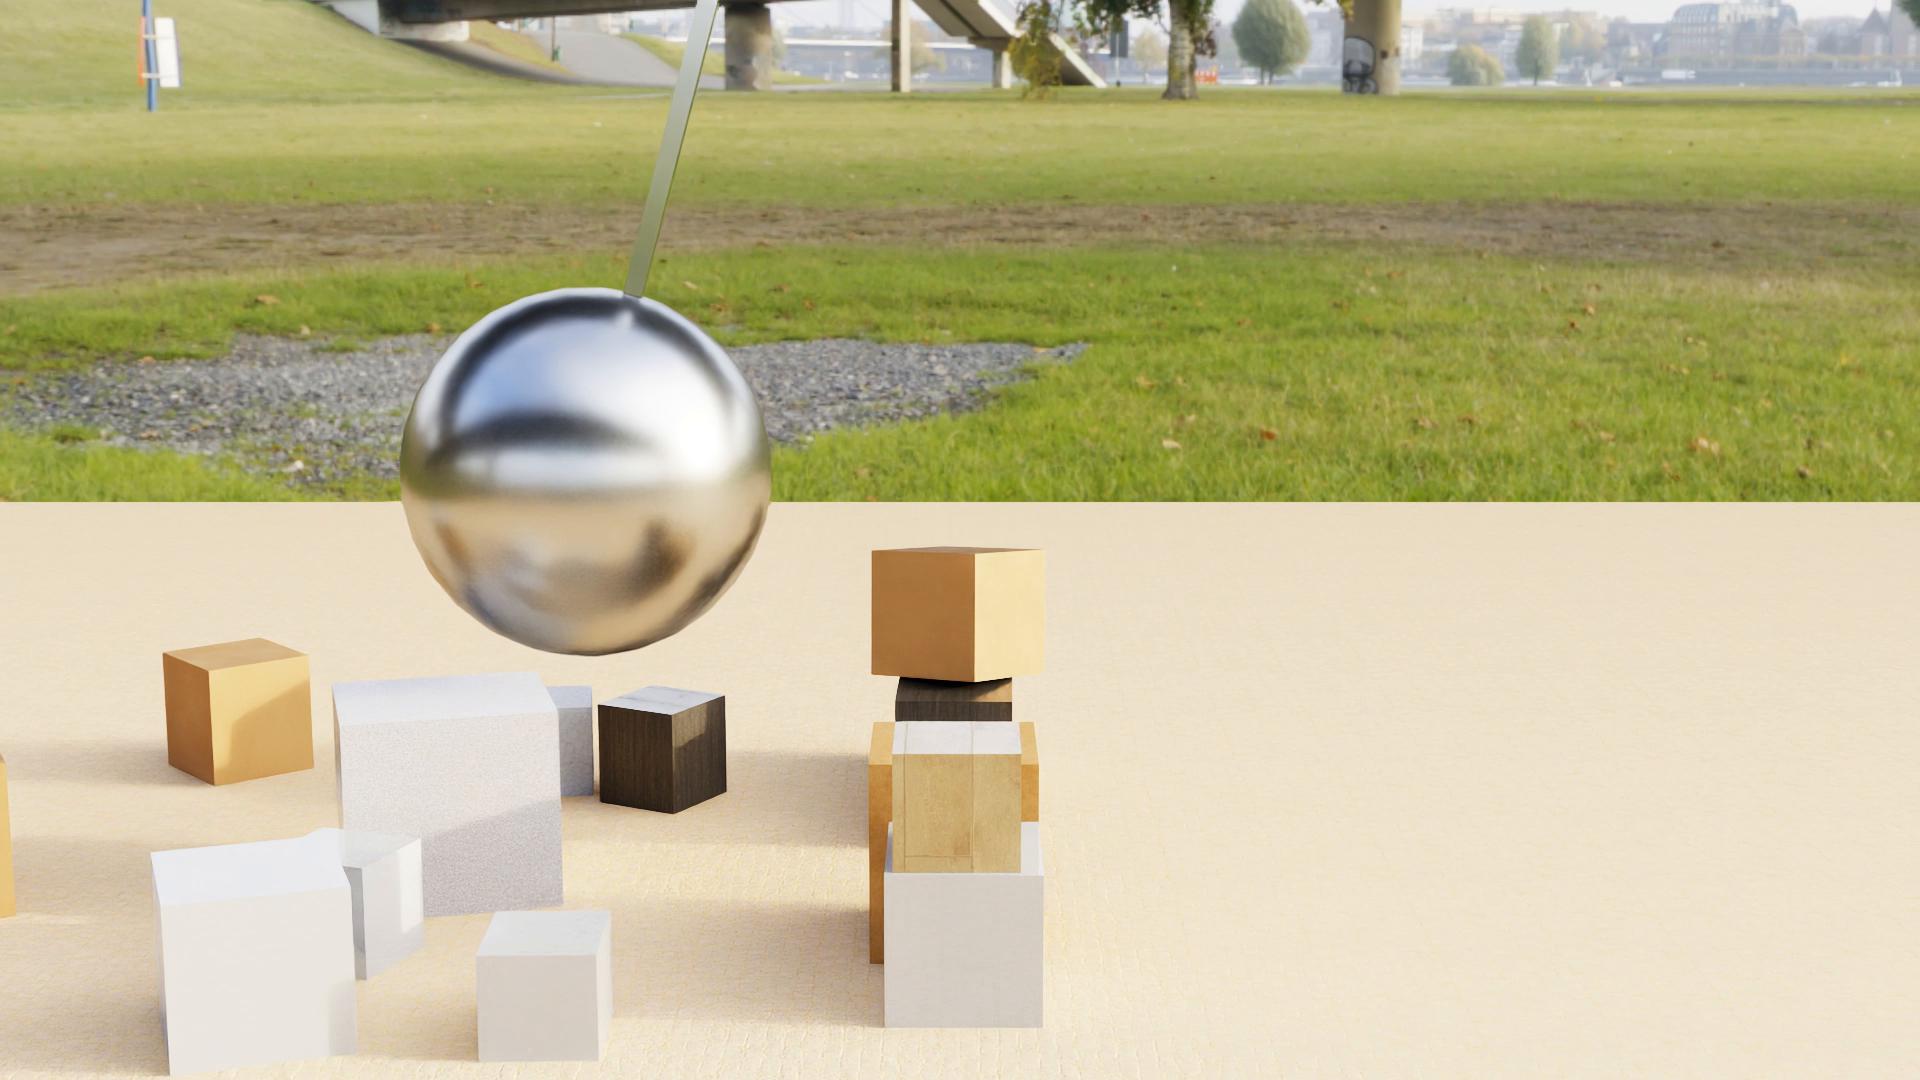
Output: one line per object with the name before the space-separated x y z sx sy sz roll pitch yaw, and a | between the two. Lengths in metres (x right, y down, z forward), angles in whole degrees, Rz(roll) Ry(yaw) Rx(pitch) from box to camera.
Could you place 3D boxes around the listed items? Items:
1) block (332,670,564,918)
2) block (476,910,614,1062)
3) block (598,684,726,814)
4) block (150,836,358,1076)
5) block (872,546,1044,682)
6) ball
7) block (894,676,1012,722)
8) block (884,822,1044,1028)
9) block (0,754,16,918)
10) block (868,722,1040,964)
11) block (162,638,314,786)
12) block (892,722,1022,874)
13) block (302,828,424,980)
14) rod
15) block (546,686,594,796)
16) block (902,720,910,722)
block | -2.232 1.098 11.138 0.897 0.855 0.787 -3 11 -16
block | -1.522 1.637 9.442 0.431 0.402 0.499 0 10 -2
block | -1.456 1.021 12.571 0.437 0.493 0.456 6 12 28
block | -2.609 1.517 9.463 0.654 0.630 0.677 -4 11 -20
block | -0.008 0.356 12.709 0.623 0.614 0.607 2 3 35
ball | -1.615 -0.294 11.127 1.600 1.600 1.600 0 10 0
block | -0.025 1.001 12.429 0.554 0.583 0.539 0 10 1
block | 0.014 1.466 9.849 0.590 0.592 0.689 0 10 0
block | -4.467 1.227 10.948 0.690 0.669 0.762 -5 12 -27
block | -0.026 1.228 10.510 0.672 0.823 0.677 0 10 0
block | -3.691 0.871 13.121 0.537 0.593 0.551 -9 13 -40
block | -0.011 0.965 9.676 0.474 0.454 0.472 0 10 0
block | -2.469 1.453 10.294 0.460 0.458 0.424 4 11 20
rod | -0.700 -3.516 10.541 0.080 5.200 0.080 15 10 -3
block | -2.073 1.003 12.796 0.477 0.448 0.460 -1 10 -7
block | -0.034 1.139 11.936 0.494 0.487 0.479 0 10 1
